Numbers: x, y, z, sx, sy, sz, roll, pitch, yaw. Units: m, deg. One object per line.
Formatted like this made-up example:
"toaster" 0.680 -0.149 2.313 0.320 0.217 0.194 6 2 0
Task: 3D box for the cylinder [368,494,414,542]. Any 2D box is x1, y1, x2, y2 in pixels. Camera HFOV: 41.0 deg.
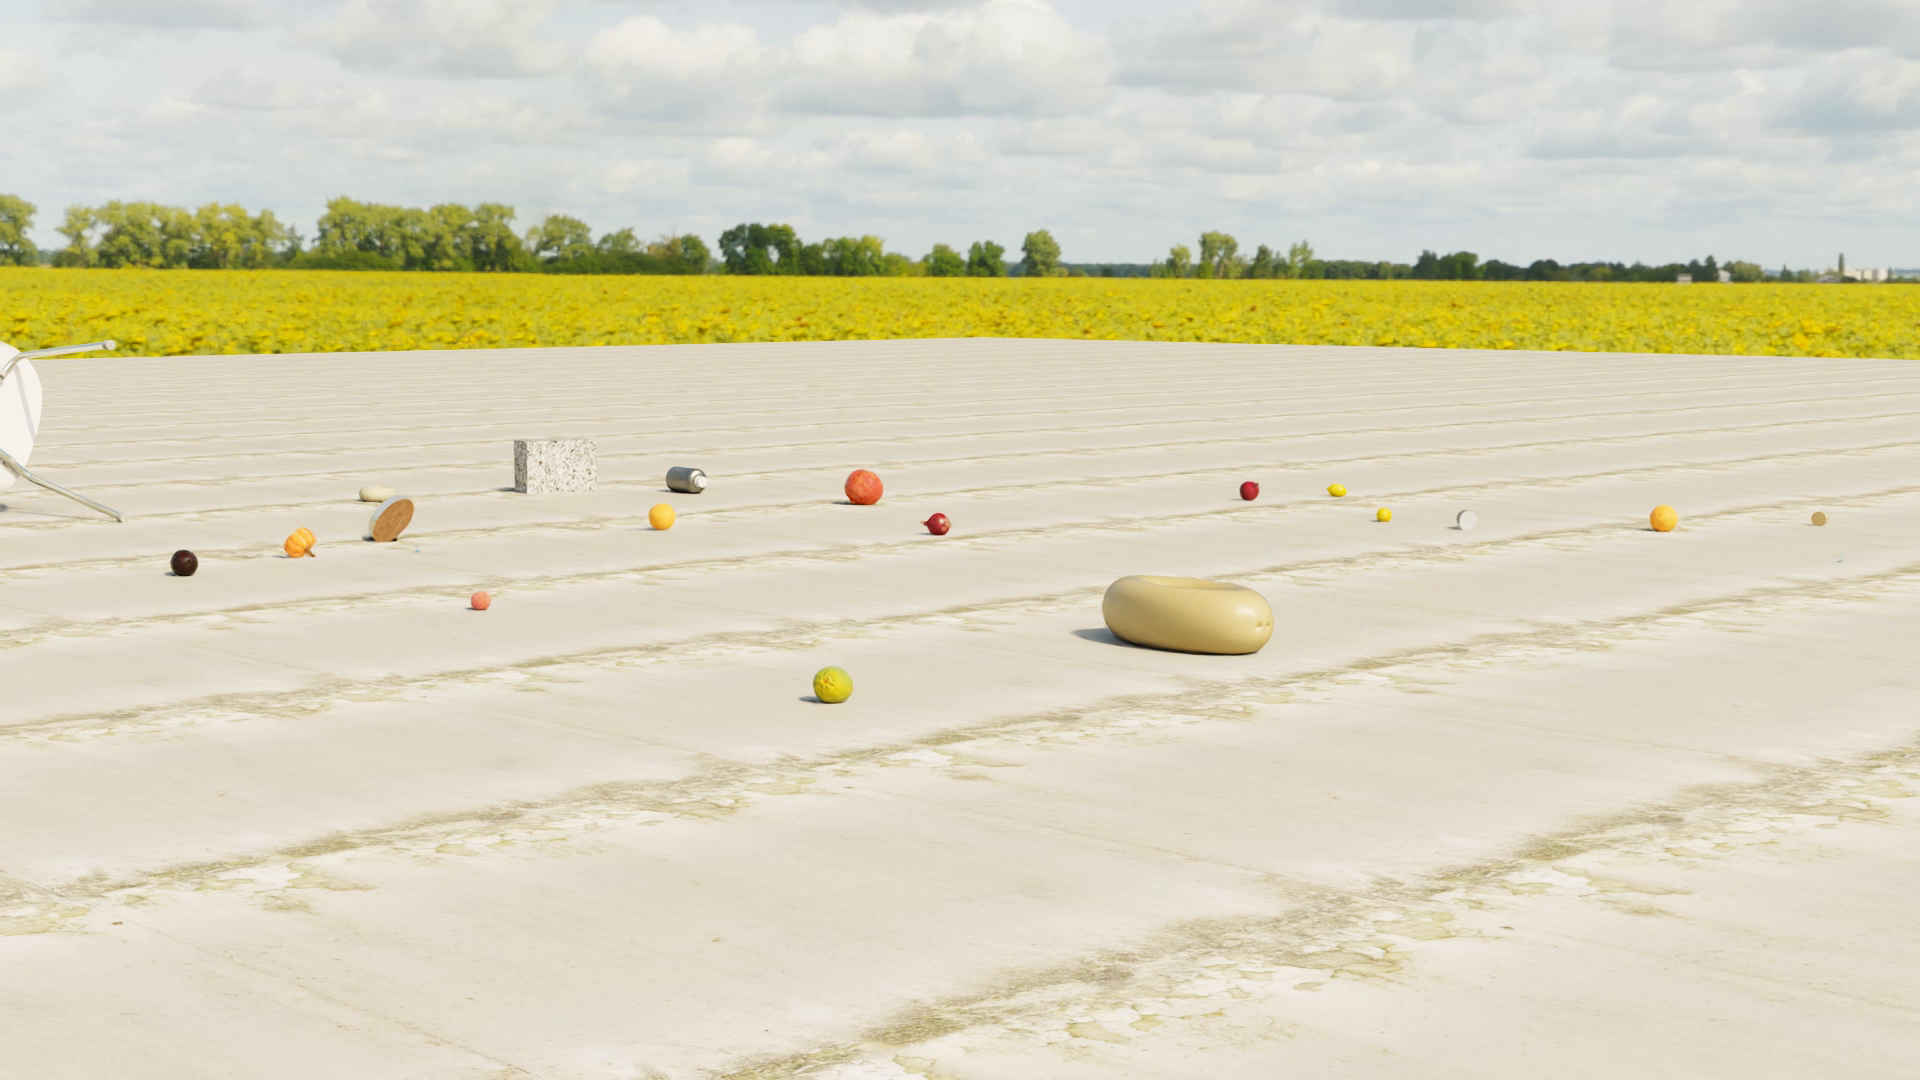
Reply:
"cylinder" -1.422 -0.054 6.410 0.069 0.131 0.133 43 -8 -17

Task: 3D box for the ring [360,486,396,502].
"ring" -1.710 -0.135 7.531 0.103 0.040 0.116 3 6 17

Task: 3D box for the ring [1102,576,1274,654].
"ring" 0.404 0.133 4.584 0.207 0.114 0.380 -3 7 -40

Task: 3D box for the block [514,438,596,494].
"block" -1.238 -0.228 7.848 0.221 0.158 0.117 -3 7 -29
